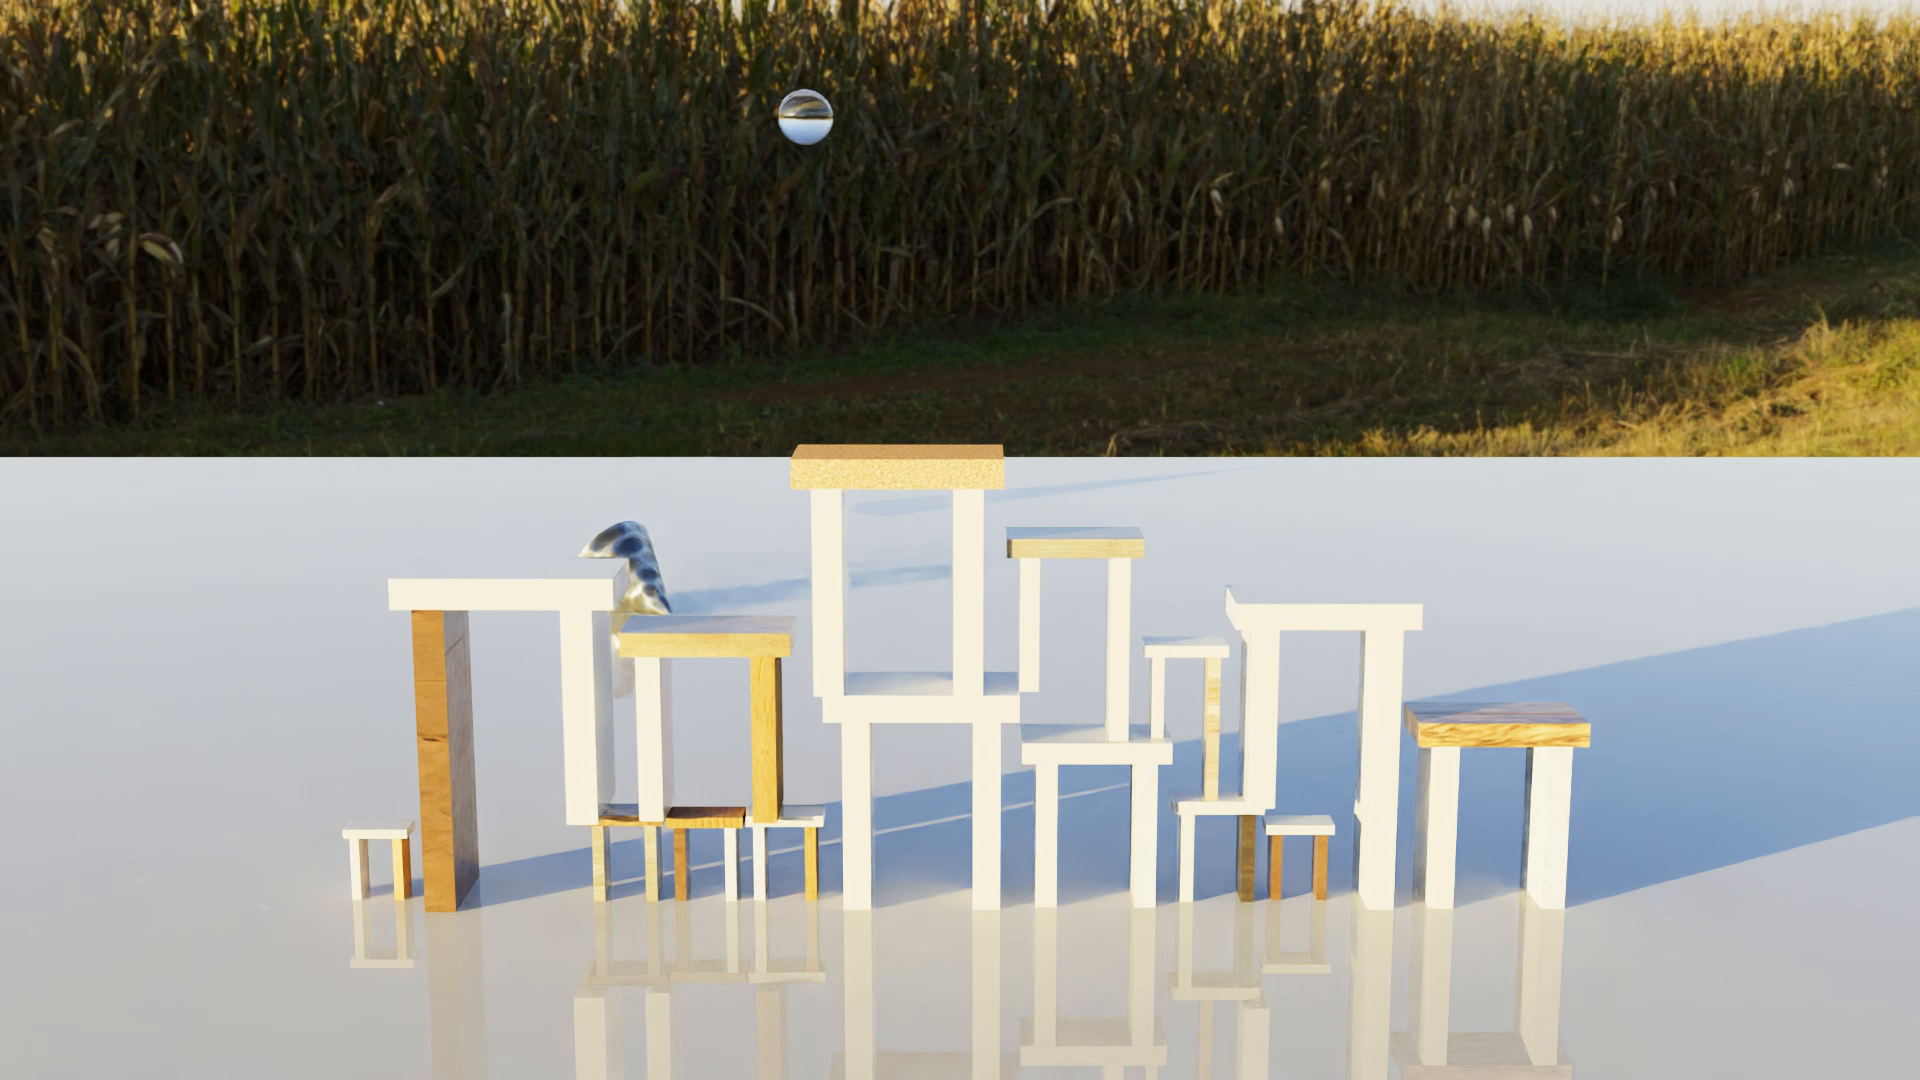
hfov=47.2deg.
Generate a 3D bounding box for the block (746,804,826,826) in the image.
[{"bbox_3d":[-0.289,0.457,3.643,0.127,0.018,0.063,0,10,-1],"label":"block"}]

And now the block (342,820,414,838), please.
[{"bbox_3d":[-0.963,0.480,3.646,0.105,0.015,0.053,0,11,0],"label":"block"}]

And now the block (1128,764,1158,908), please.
[{"bbox_3d":[0.303,0.471,3.643,0.034,0.243,0.122,0,11,0],"label":"block"}]

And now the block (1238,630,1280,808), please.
[{"bbox_3d":[0.489,0.276,3.608,0.042,0.297,0.149,0,11,0],"label":"block"}]

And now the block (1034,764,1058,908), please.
[{"bbox_3d":[0.141,0.471,3.643,0.034,0.243,0.122,0,11,0],"label":"block"}]

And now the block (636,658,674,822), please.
[{"bbox_3d":[-0.501,0.310,3.616,0.039,0.274,0.137,0,10,0],"label":"block"}]

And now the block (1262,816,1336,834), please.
[{"bbox_3d":[0.560,0.472,3.644,0.112,0.016,0.056,0,11,0],"label":"block"}]

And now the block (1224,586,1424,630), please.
[{"bbox_3d":[0.588,0.109,3.577,0.297,0.042,0.149,0,11,0],"label":"block"}]

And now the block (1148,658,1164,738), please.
[{"bbox_3d":[0.322,0.251,3.605,0.019,0.136,0.068,0,11,0],"label":"block"}]

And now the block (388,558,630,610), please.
[{"bbox_3d":[-0.728,0.070,3.573,0.355,0.050,0.178,0,11,0],"label":"block"}]

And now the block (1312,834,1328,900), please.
[{"bbox_3d":[0.598,0.535,3.656,0.016,0.113,0.056,0,11,0],"label":"block"}]

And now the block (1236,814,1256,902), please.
[{"bbox_3d":[0.474,0.517,3.652,0.021,0.150,0.075,0,11,0],"label":"block"}]

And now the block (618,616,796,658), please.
[{"bbox_3d":[-0.409,0.156,3.589,0.274,0.039,0.137,0,10,0],"label":"block"}]

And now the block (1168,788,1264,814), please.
[{"bbox_3d":[0.424,0.432,3.637,0.150,0.021,0.075,0,11,0],"label":"block"}]

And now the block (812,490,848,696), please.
[{"bbox_3d":[-0.210,0.070,3.574,0.048,0.336,0.168,0,11,0],"label":"block"}]

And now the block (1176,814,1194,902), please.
[{"bbox_3d":[0.374,0.517,3.653,0.021,0.150,0.075,0,11,0],"label":"block"}]

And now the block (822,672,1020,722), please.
[{"bbox_3d":[-0.062,0.257,3.609,0.316,0.045,0.158,0,11,0],"label":"block"}]

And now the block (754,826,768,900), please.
[{"bbox_3d":[-0.331,0.528,3.656,0.018,0.127,0.063,0,11,0],"label":"block"}]

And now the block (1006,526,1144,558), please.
[{"bbox_3d":[0.185,0.004,3.562,0.220,0.031,0.110,0,11,0],"label":"block"}]

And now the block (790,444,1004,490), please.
[{"bbox_3d":[-0.098,-0.118,3.539,0.336,0.048,0.168,0,11,0],"label":"block"}]

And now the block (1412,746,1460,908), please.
[{"bbox_3d":[0.788,0.456,3.641,0.039,0.274,0.137,0,11,0],"label":"block"}]

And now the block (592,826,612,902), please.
[{"bbox_3d":[-0.595,0.527,3.653,0.018,0.130,0.065,0,11,0],"label":"block"}]

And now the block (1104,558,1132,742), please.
[{"bbox_3d":[0.257,0.168,3.593,0.031,0.303,0.110,0,11,0],"label":"block"}]

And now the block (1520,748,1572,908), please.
[{"bbox_3d":[0.970,0.456,3.641,0.039,0.274,0.137,0,11,0],"label":"block"}]

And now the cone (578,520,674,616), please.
[{"bbox_3d":[-0.837,0.134,5.794,0.269,0.269,0.269,38,29,28],"label":"cone"}]

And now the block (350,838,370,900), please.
[{"bbox_3d":[-0.998,0.539,3.657,0.015,0.105,0.053,0,11,0],"label":"block"}]

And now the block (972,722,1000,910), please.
[{"bbox_3d":[0.043,0.434,3.641,0.045,0.316,0.158,0,11,0],"label":"block"}]

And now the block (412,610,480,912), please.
[{"bbox_3d":[-0.846,0.342,3.623,0.050,0.503,0.178,0,11,0],"label":"block"}]

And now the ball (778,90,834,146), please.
[{"bbox_3d":[-0.481,-1.316,6.847,0.172,0.172,0.172,0,11,0],"label":"ball"}]

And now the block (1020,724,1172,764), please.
[{"bbox_3d":[0.222,0.335,3.617,0.243,0.034,0.122,0,11,0],"label":"block"}]

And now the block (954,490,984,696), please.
[{"bbox_3d":[0.013,0.070,3.573,0.048,0.336,0.168,0,11,0],"label":"block"}]

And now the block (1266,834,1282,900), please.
[{"bbox_3d":[0.523,0.535,3.656,0.016,0.113,0.056,0,11,0],"label":"block"}]

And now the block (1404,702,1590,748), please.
[{"bbox_3d":[0.879,0.303,3.612,0.274,0.039,0.137,0,11,0],"label":"block"}]

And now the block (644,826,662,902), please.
[{"bbox_3d":[-0.509,0.527,3.653,0.018,0.130,0.065,0,11,0],"label":"block"}]

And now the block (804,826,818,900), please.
[{"bbox_3d":[-0.246,0.528,3.656,0.018,0.127,0.063,0,10,0],"label":"block"}]

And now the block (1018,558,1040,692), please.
[{"bbox_3d":[0.111,0.127,3.586,0.031,0.220,0.110,0,11,-1],"label":"block"}]

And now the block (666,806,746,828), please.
[{"bbox_3d":[-0.420,0.459,3.640,0.125,0.018,0.063,0,11,0],"label":"block"}]

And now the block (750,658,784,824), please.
[{"bbox_3d":[-0.317,0.312,3.616,0.039,0.277,0.137,0,10,0],"label":"block"}]

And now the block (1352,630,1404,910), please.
[{"bbox_3d":[0.687,0.360,3.624,0.042,0.469,0.149,0,11,0],"label":"block"}]

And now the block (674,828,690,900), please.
[{"bbox_3d":[-0.461,0.529,3.653,0.018,0.125,0.063,0,11,0],"label":"block"}]

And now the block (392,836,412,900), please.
[{"bbox_3d":[-0.928,0.539,3.657,0.015,0.105,0.053,0,11,0],"label":"block"}]

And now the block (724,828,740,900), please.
[{"bbox_3d":[-0.378,0.529,3.653,0.018,0.125,0.063,0,11,0],"label":"block"}]

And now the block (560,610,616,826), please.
[{"bbox_3d":[-0.610,0.270,3.609,0.050,0.355,0.178,0,10,0],"label":"block"}]

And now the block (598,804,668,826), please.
[{"bbox_3d":[-0.552,0.455,3.638,0.130,0.018,0.065,0,10,0],"label":"block"}]

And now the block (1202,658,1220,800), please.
[{"bbox_3d":[0.412,0.303,3.615,0.019,0.242,0.068,0,11,0],"label":"block"}]

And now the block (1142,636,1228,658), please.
[{"bbox_3d":[0.367,0.174,3.591,0.136,0.019,0.068,0,11,0],"label":"block"}]

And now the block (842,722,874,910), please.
[{"bbox_3d":[-0.167,0.434,3.641,0.045,0.316,0.158,0,11,0],"label":"block"}]
